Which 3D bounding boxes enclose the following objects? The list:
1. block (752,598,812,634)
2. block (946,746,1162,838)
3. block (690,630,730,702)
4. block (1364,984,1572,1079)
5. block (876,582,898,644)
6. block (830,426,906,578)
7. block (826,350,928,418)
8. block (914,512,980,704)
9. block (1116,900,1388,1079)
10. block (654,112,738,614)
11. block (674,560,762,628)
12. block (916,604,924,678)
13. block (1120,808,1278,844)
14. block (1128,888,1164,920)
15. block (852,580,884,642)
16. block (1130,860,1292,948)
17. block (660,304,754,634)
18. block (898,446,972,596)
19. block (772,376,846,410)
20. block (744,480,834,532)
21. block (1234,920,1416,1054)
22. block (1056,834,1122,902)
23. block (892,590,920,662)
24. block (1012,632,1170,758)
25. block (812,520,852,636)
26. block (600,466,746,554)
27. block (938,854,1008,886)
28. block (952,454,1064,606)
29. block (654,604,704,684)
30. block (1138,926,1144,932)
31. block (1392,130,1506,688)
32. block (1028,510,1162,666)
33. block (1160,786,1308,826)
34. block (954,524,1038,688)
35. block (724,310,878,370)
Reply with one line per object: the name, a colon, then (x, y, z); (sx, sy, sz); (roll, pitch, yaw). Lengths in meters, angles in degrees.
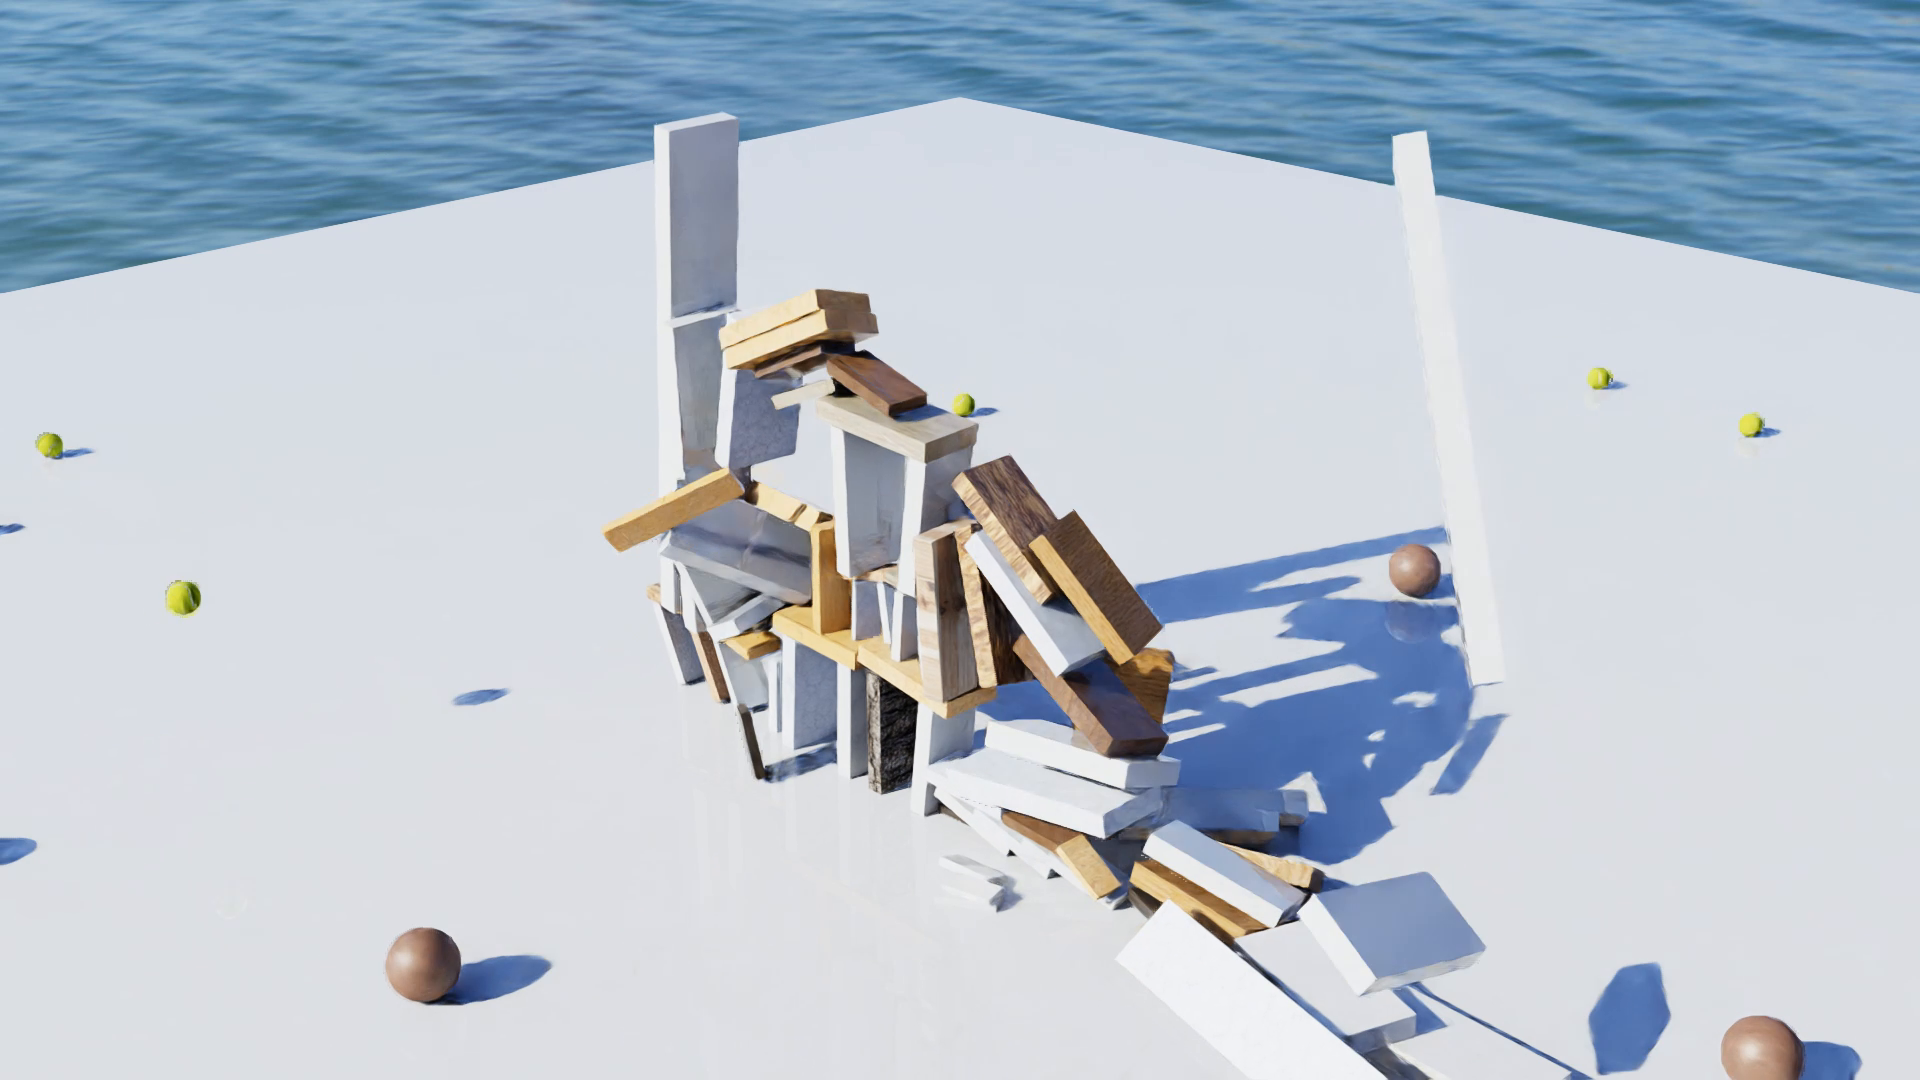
block: (-0.336, 0.129, 4.800); (0.237, 0.034, 0.118); (-25, 9, 18)
block: (0.176, 0.473, 4.211); (0.406, 0.047, 0.167); (11, 24, 44)
block: (-0.537, 0.257, 4.924); (0.094, 0.187, 0.027); (-21, 5, -41)
block: (0.772, 0.840, 3.724); (0.161, 0.046, 0.501); (-20, 30, -38)
block: (-0.130, 0.137, 4.431); (0.019, 0.134, 0.067); (7, 19, 45)
block: (-0.179, -0.094, 4.361); (0.147, 0.314, 0.042); (-20, 31, -35)
block: (-0.161, -0.303, 4.229); (0.095, 0.027, 0.191); (-20, 43, -37)
block: (-0.006, 0.131, 4.250); (0.047, 0.333, 0.166); (14, 27, 40)
block: (0.497, 0.817, 3.679); (0.144, 0.041, 0.652); (-47, 36, -6)
block: (-0.557, -0.357, 4.674); (0.173, 1.091, 0.049); (-20, 35, -38)
block: (-0.522, 0.037, 4.737); (0.168, 0.337, 0.048); (-39, 40, -21)
block: (-0.045, 0.190, 4.328); (0.076, 0.152, 0.022); (-17, 23, -37)
block: (0.462, 0.556, 4.281); (0.297, 0.039, 0.139); (1, -18, 2)
block: (0.381, 0.686, 4.045); (0.079, 0.022, 0.157); (2, 19, -25)
block: (-0.185, 0.137, 4.482); (0.067, 0.135, 0.019); (-10, 27, -23)
block: (0.463, 0.666, 4.035); (0.144, 0.041, 0.287); (3, 17, -42)
block: (-0.531, -0.146, 4.714); (0.168, 0.715, 0.048); (-21, 33, -34)
block: (-0.048, -0.049, 4.253); (0.042, 0.293, 0.147); (24, 32, 31)
block: (-0.276, -0.301, 4.348); (0.191, 0.027, 0.095); (-12, 10, 47)
block: (-0.307, -0.046, 4.660); (0.173, 0.049, 0.346); (21, 1, -32)
block: (0.622, 0.767, 3.777); (0.161, 0.046, 0.321); (-11, 26, -22)
block: (0.242, 0.617, 4.136); (0.061, 0.017, 0.124); (-20, 61, -37)
block: (-0.101, 0.160, 4.376); (0.022, 0.152, 0.076); (23, 32, 33)
block: (0.242, 0.284, 4.088); (0.152, 0.043, 0.304); (4, 35, -43)
block: (-0.242, 0.071, 4.506); (0.118, 0.237, 0.034); (-12, 28, -26)
block: (-0.582, -0.061, 4.459); (0.292, 0.073, 0.021); (-25, 50, 7)
block: (0.024, 0.634, 4.220); (0.121, 0.017, 0.061); (18, 9, 37)
block: (0.121, -0.021, 4.122); (0.144, 0.041, 0.287); (-22, 71, -47)
block: (-0.624, 0.223, 5.003); (0.094, 0.187, 0.027); (-21, 6, -41)
block: (0.401, 0.738, 3.992); (0.079, 0.022, 0.158); (-14, 27, -30)
block: (0.718, -0.188, 3.240); (0.048, 0.806, 0.170); (-8, -7, 10)
block: (0.252, 0.086, 4.063); (0.039, 0.277, 0.139); (-37, 0, 34)
block: (0.508, 0.526, 4.340); (0.339, 0.048, 0.170); (1, -15, 3)
block: (0.081, 0.121, 4.183); (0.043, 0.304, 0.152); (-14, -7, 43)
block: (-0.313, -0.390, 4.335); (0.287, 0.041, 0.144); (-16, -10, 41)
